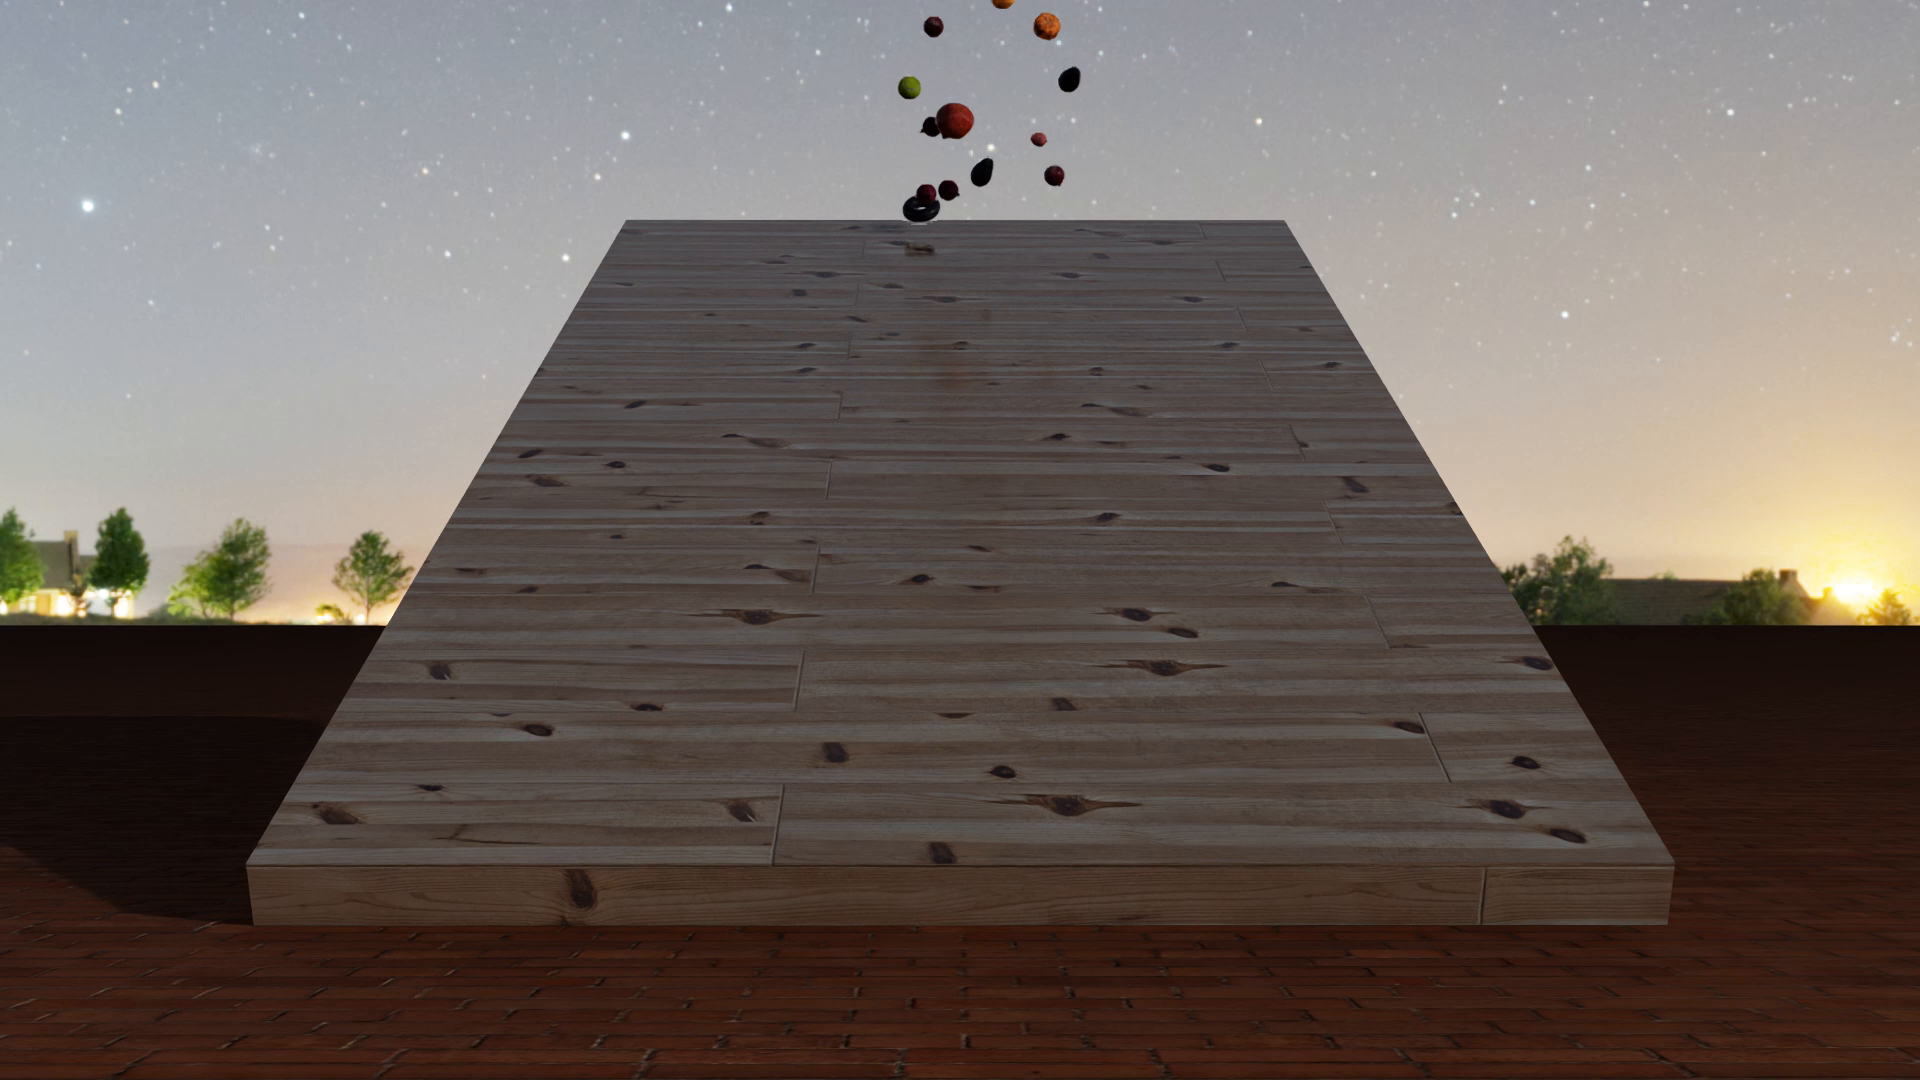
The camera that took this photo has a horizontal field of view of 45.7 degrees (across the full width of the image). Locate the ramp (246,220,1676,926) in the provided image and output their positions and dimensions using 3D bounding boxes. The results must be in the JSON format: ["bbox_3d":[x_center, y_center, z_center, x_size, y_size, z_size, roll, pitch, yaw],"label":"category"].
[{"bbox_3d":[-0.006,-0.214,5.076,2.000,0.100,4.000,0,21,0],"label":"ramp"}]

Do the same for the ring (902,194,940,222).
[{"bbox_3d":[-0.115,-0.986,6.771,0.115,0.115,0.038,0,-45,12],"label":"ring"}]
